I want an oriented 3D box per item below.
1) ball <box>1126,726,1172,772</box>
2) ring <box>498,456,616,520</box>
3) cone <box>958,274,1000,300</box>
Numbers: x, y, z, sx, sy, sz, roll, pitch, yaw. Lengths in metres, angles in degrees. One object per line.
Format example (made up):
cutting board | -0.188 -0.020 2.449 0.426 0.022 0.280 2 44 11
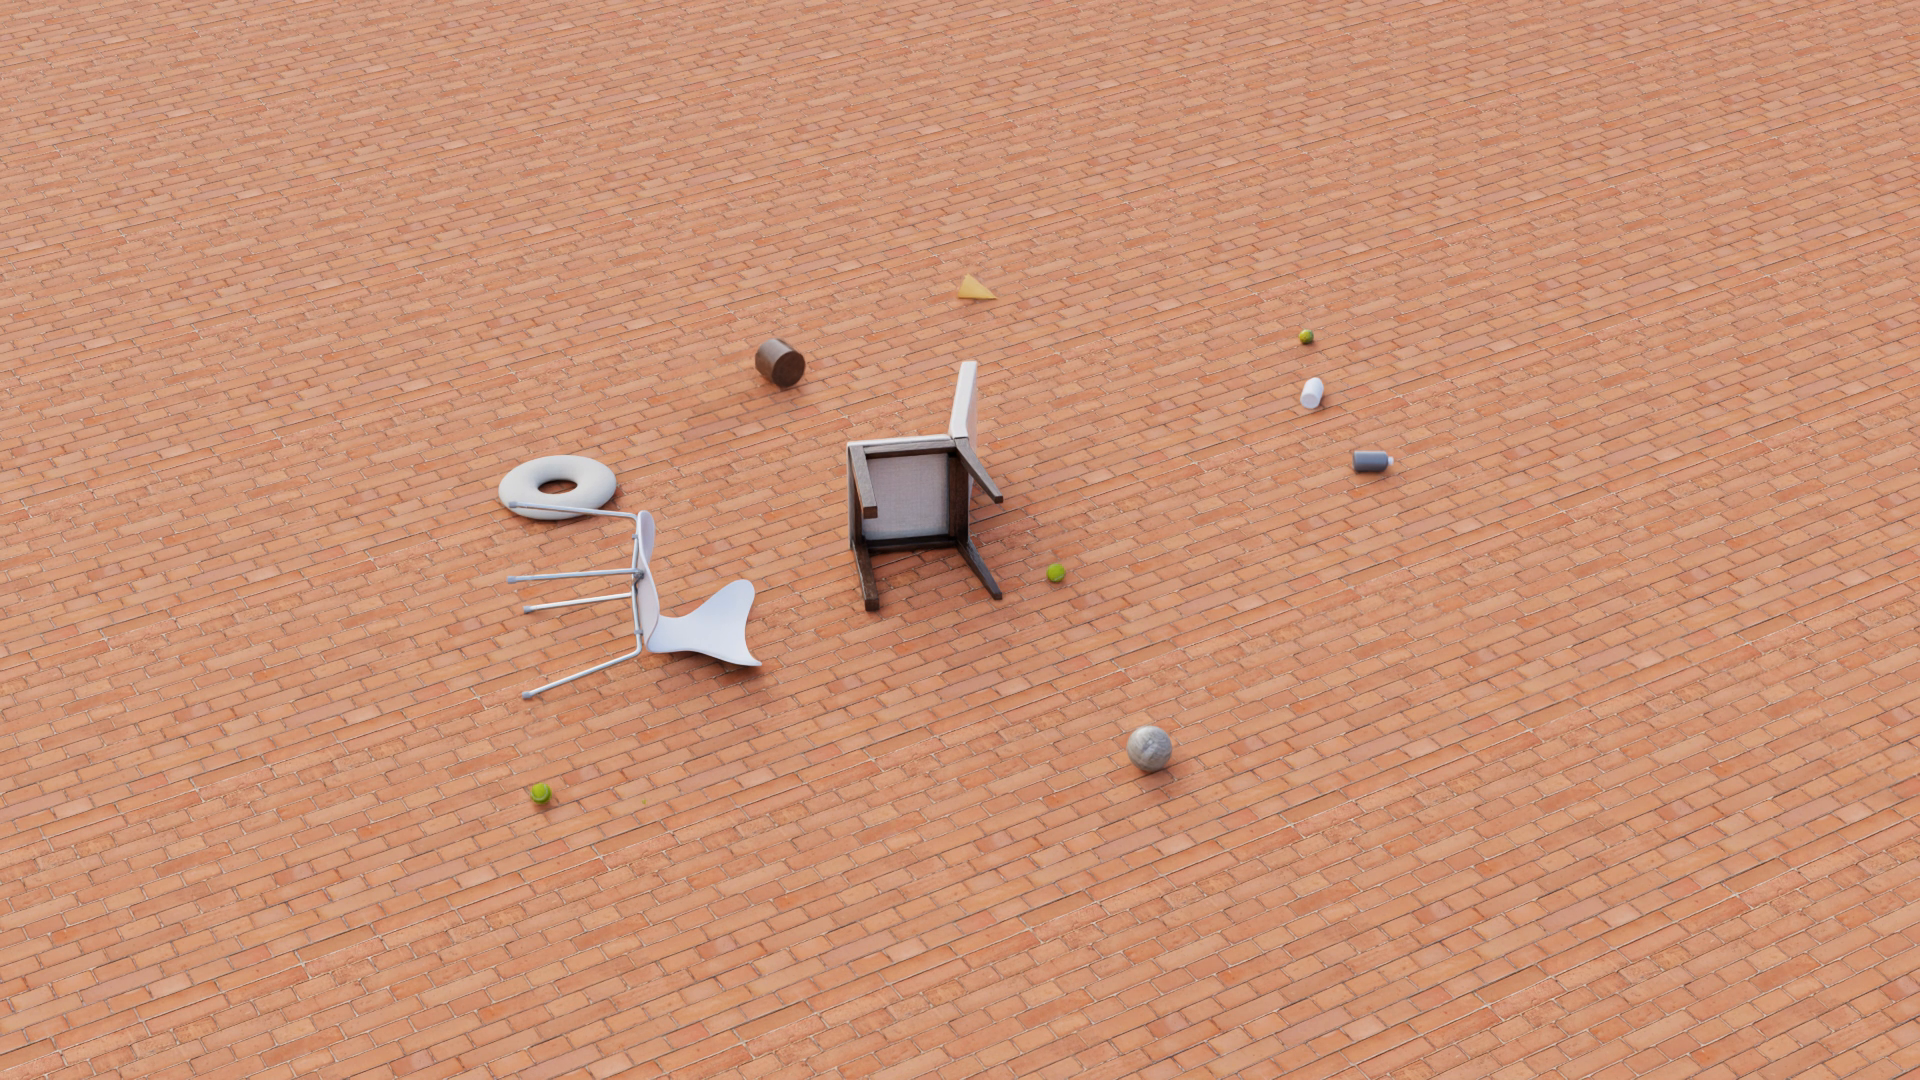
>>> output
ball | 0.631 0.693 9.753 0.153 0.153 0.153 0 33 0
ring | -1.535 -0.202 11.185 0.451 0.073 0.417 -5 34 -7
cone | 0.091 -1.058 12.509 0.169 0.089 0.128 22 50 5
